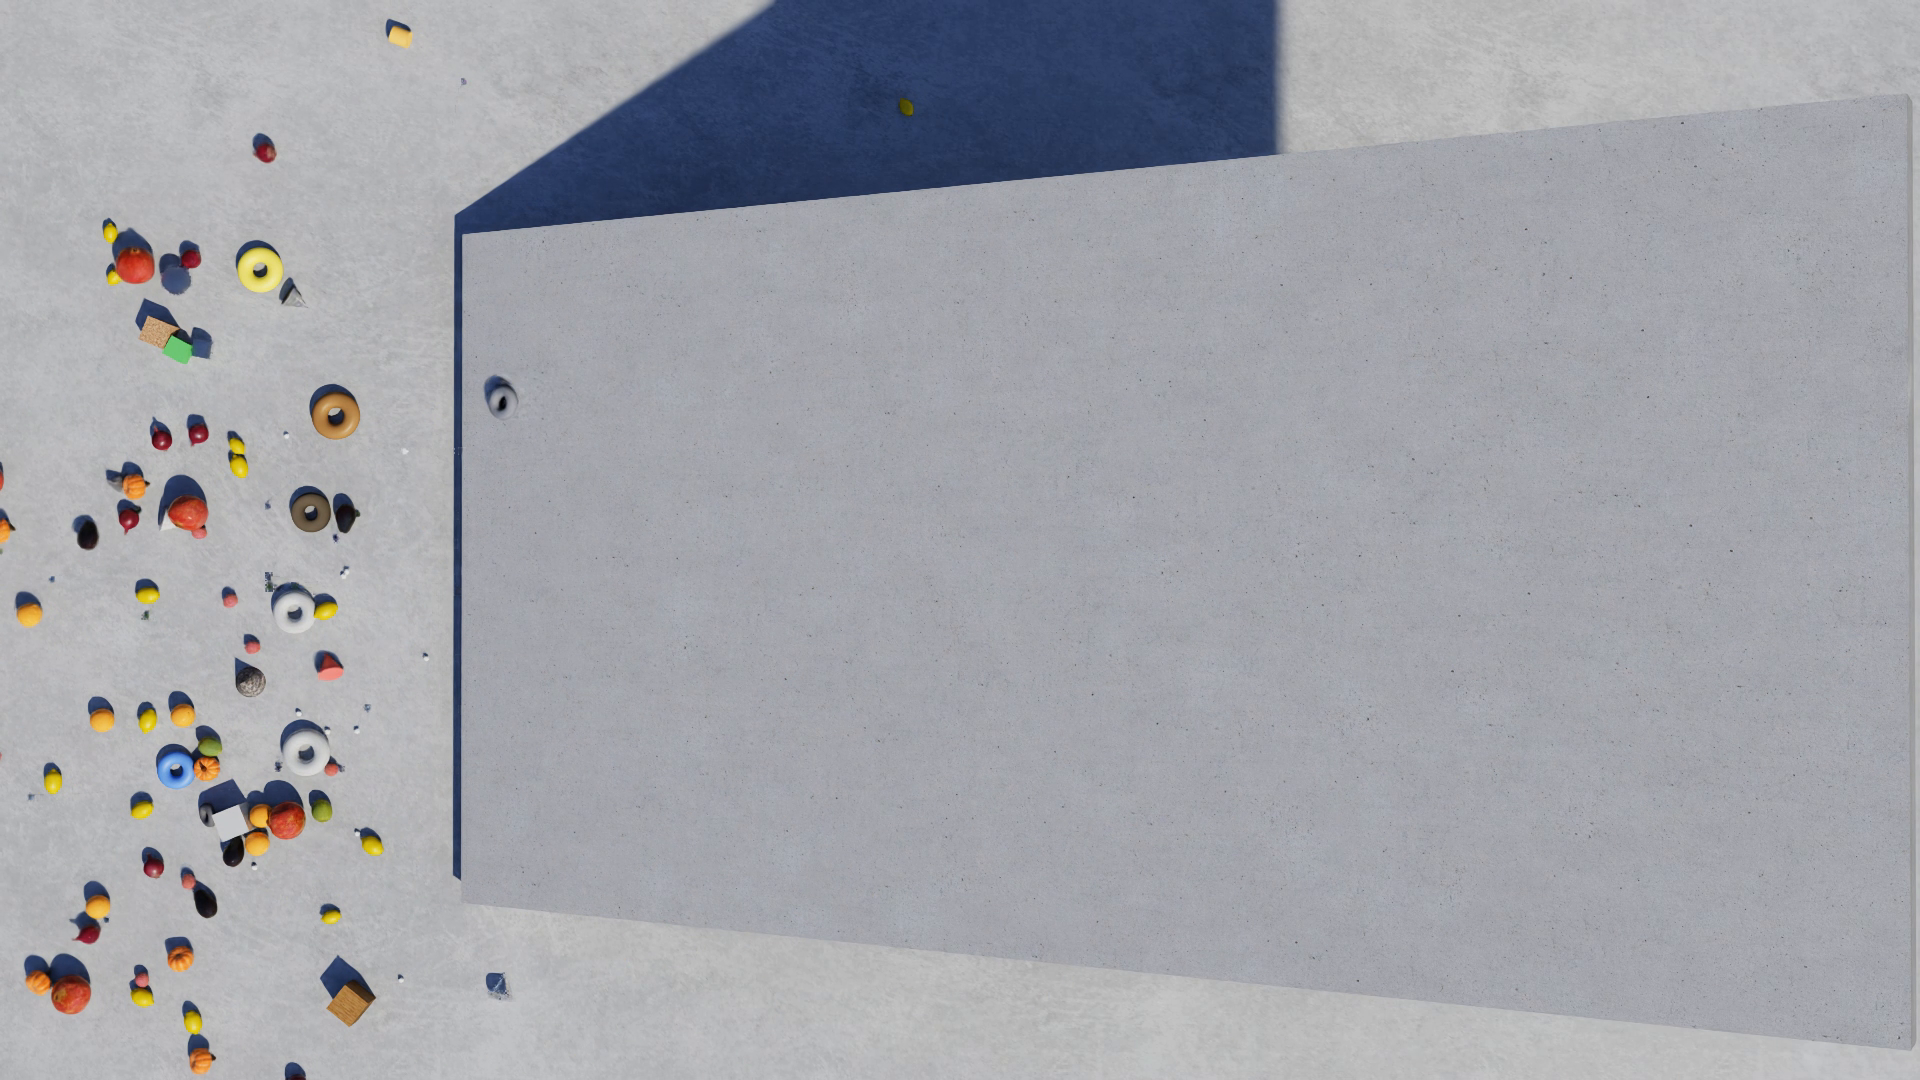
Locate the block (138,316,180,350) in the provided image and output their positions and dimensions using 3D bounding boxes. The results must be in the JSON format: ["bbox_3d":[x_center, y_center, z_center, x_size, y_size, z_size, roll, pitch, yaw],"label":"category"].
[{"bbox_3d":[-2.415,-0.623,6.634,0.076,0.076,0.076,23,89,0],"label":"block"}]

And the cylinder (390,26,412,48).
[{"bbox_3d":[-1.692,-1.522,6.655,0.052,0.052,0.052,21,89,0],"label":"cylinder"}]

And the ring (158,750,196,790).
[{"bbox_3d":[-2.366,0.695,6.641,0.116,0.039,0.116,0,90,-1],"label":"ring"}]

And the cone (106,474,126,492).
[{"bbox_3d":[-2.542,-0.183,6.656,0.055,0.055,0.055,36,63,0],"label":"cone"}]

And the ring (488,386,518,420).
[{"bbox_3d":[-1.347,-0.404,6.482,0.103,0.034,0.103,0,90,29],"label":"ring"}]

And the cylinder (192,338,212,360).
[{"bbox_3d":[-2.291,-0.577,6.645,0.054,0.054,0.054,12,89,0],"label":"cylinder"}]

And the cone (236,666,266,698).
[{"bbox_3d":[-2.149,0.430,6.616,0.093,0.093,0.093,0,89,0],"label":"cone"}]

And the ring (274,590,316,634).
[{"bbox_3d":[-2.009,0.217,6.643,0.131,0.044,0.131,0,91,-1],"label":"ring"}]

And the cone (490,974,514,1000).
[{"bbox_3d":[-1.377,1.344,6.637,0.072,0.072,0.072,4,63,0],"label":"cone"}]

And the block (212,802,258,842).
[{"bbox_3d":[-2.181,0.847,6.615,0.086,0.086,0.086,-22,89,0],"label":"block"}]

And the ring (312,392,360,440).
[{"bbox_3d":[-1.886,-0.376,6.646,0.146,0.049,0.146,0,88,0],"label":"ring"}]

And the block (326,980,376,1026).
[{"bbox_3d":[-1.829,1.391,6.608,0.090,0.090,0.090,39,90,0],"label":"block"}]

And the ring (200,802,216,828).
[{"bbox_3d":[-2.267,0.829,6.629,0.077,0.026,0.077,14,111,40],"label":"ring"}]

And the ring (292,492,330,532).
[{"bbox_3d":[-1.962,-0.083,6.647,0.121,0.040,0.121,0,90,1],"label":"ring"}]

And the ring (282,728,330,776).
[{"bbox_3d":[-1.973,0.640,6.636,0.145,0.048,0.145,0,89,1],"label":"ring"}]

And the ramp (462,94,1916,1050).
[{"bbox_3d":[0.271,0.075,5.629,4.000,0.100,2.000,0,89,30],"label":"ramp"}]

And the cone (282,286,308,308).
[{"bbox_3d":[-2.005,-0.722,6.658,0.071,0.071,0.071,33,89,-26],"label":"cone"}]

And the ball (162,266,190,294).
[{"bbox_3d":[-2.364,-0.783,6.632,0.084,0.084,0.084,0,89,0],"label":"ball"}]

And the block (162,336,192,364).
[{"bbox_3d":[-2.358,-0.574,6.642,0.061,0.061,0.061,28,90,0],"label":"block"}]

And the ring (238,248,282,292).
[{"bbox_3d":[-2.117,-0.817,6.652,0.138,0.046,0.138,0,91,0],"label":"ring"}]

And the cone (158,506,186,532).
[{"bbox_3d":[-2.372,-0.055,6.649,0.078,0.078,0.078,14,89,-26],"label":"cone"}]

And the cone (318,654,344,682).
[{"bbox_3d":[-1.910,0.374,6.646,0.077,0.077,0.077,-23,63,0],"label":"cone"}]
